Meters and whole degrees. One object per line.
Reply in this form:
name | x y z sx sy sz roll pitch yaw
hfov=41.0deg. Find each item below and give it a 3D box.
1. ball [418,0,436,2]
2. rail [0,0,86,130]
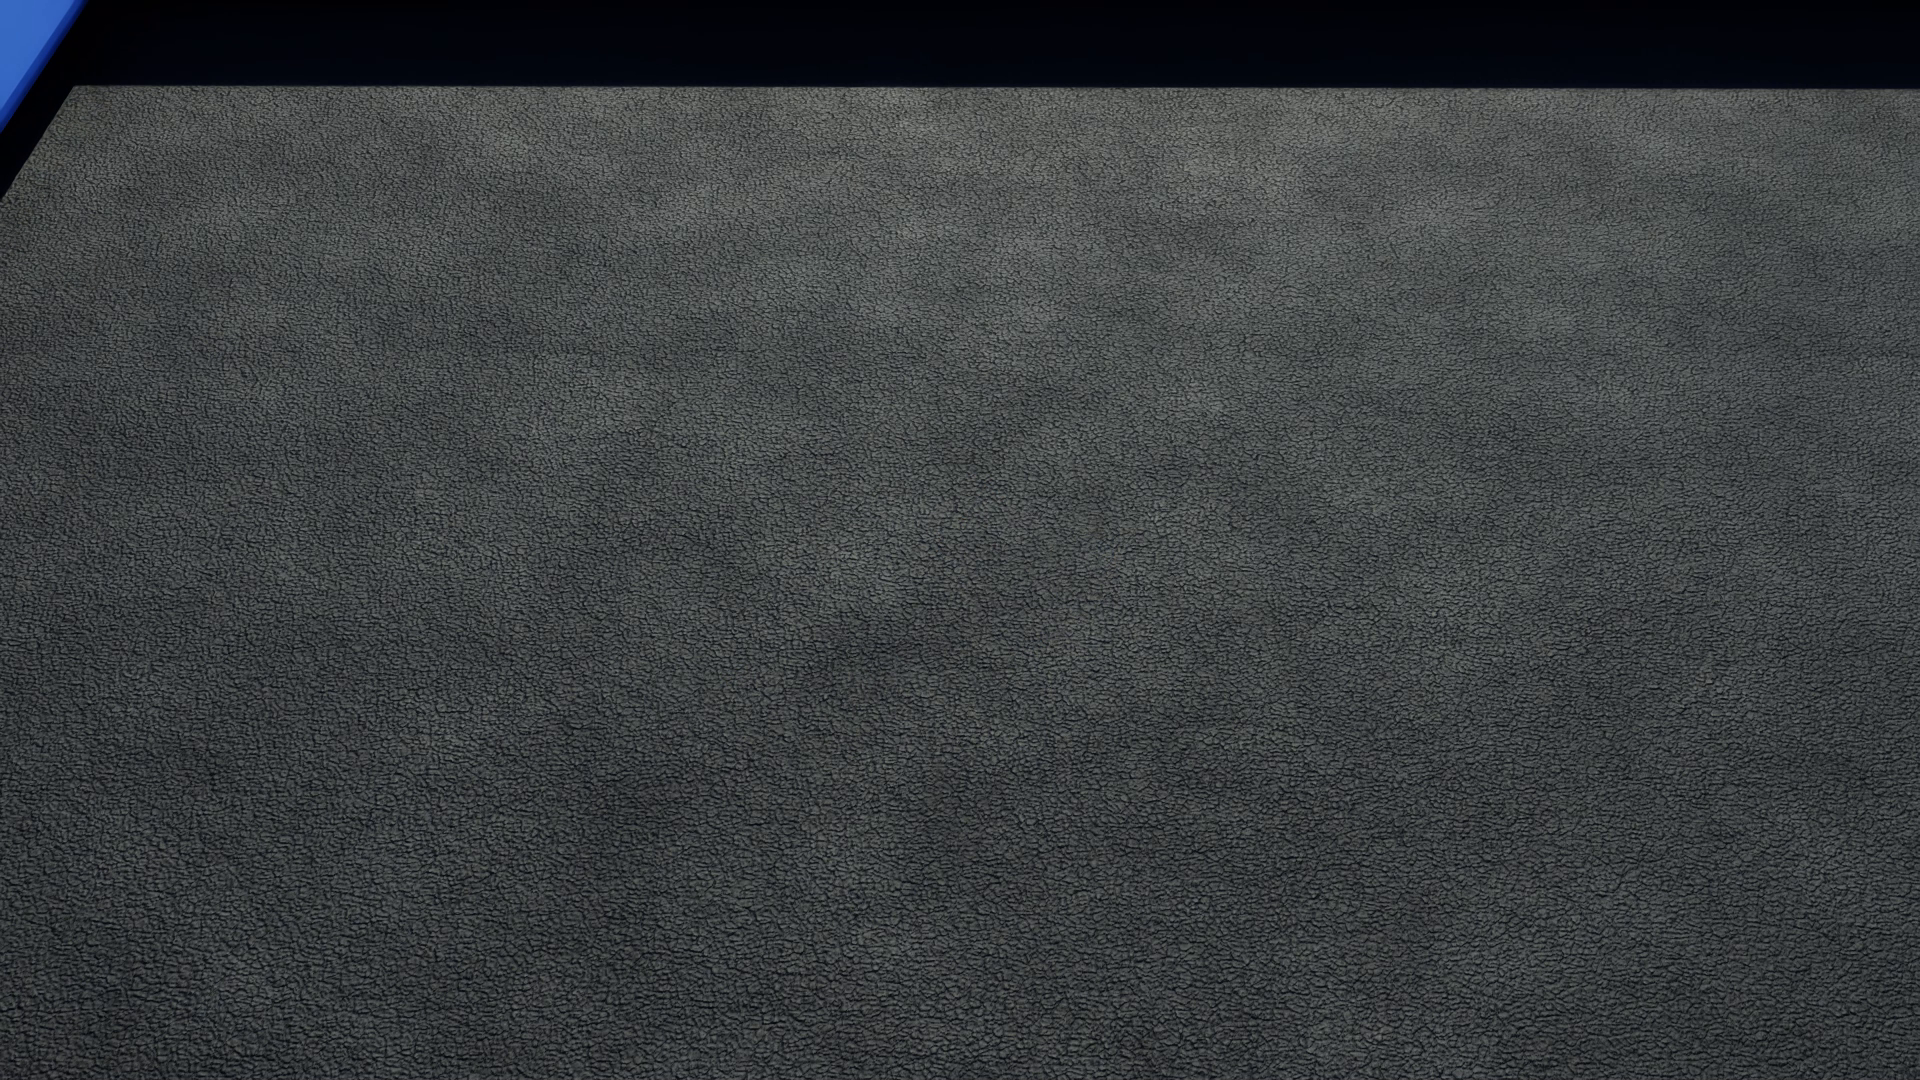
ball | -0.510 -0.540 2.448 0.053 0.053 0.053 0 36 0
rail | -0.819 -0.034 1.689 0.045 0.126 1.936 0 36 0
